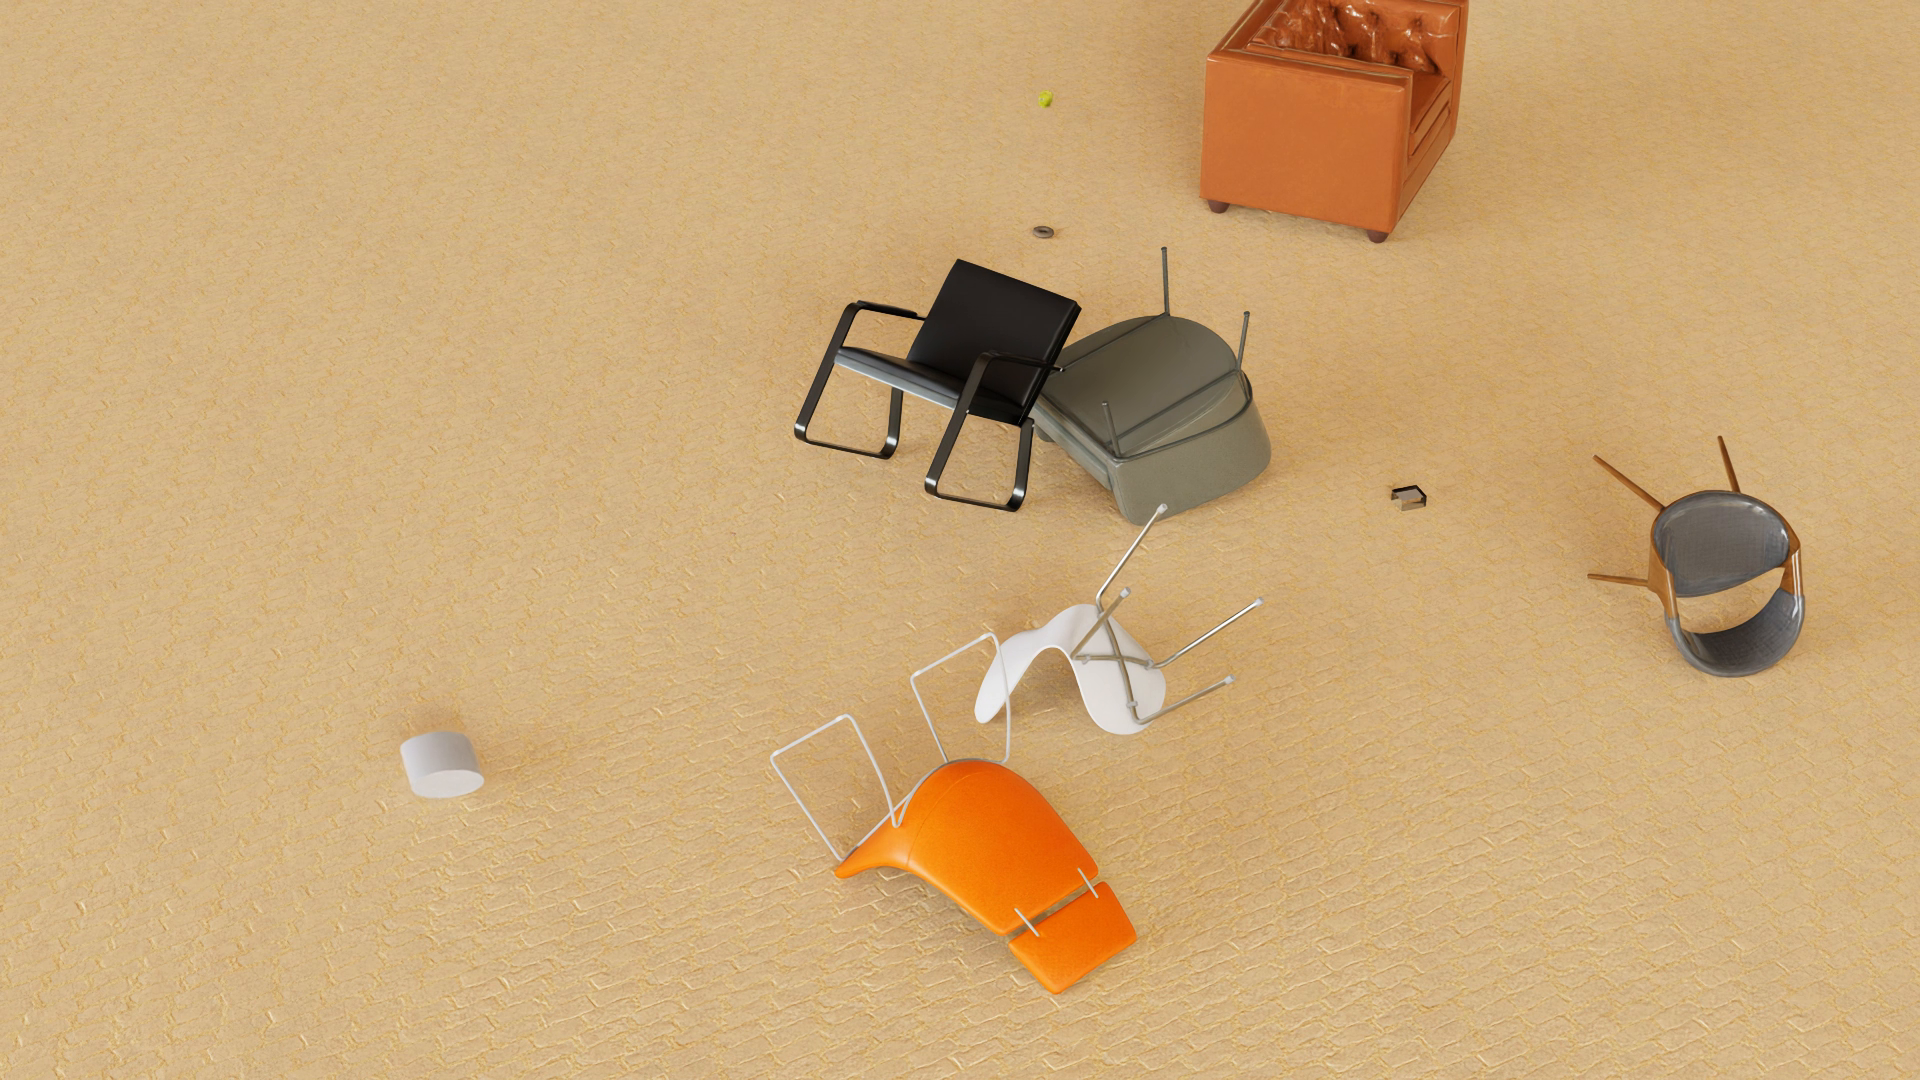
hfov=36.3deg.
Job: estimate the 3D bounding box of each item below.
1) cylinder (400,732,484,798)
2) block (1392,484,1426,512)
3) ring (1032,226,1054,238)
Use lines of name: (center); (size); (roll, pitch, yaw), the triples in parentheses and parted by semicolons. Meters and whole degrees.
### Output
cylinder: (-1.716, 0.744, 9.711); (0.239, 0.112, 0.220); (-4, 33, -20)
block: (1.706, -0.159, 11.141); (0.104, 0.049, 0.086); (-11, 35, -16)
ring: (0.369, -1.364, 12.993); (0.091, 0.025, 0.102); (-24, 40, -34)
